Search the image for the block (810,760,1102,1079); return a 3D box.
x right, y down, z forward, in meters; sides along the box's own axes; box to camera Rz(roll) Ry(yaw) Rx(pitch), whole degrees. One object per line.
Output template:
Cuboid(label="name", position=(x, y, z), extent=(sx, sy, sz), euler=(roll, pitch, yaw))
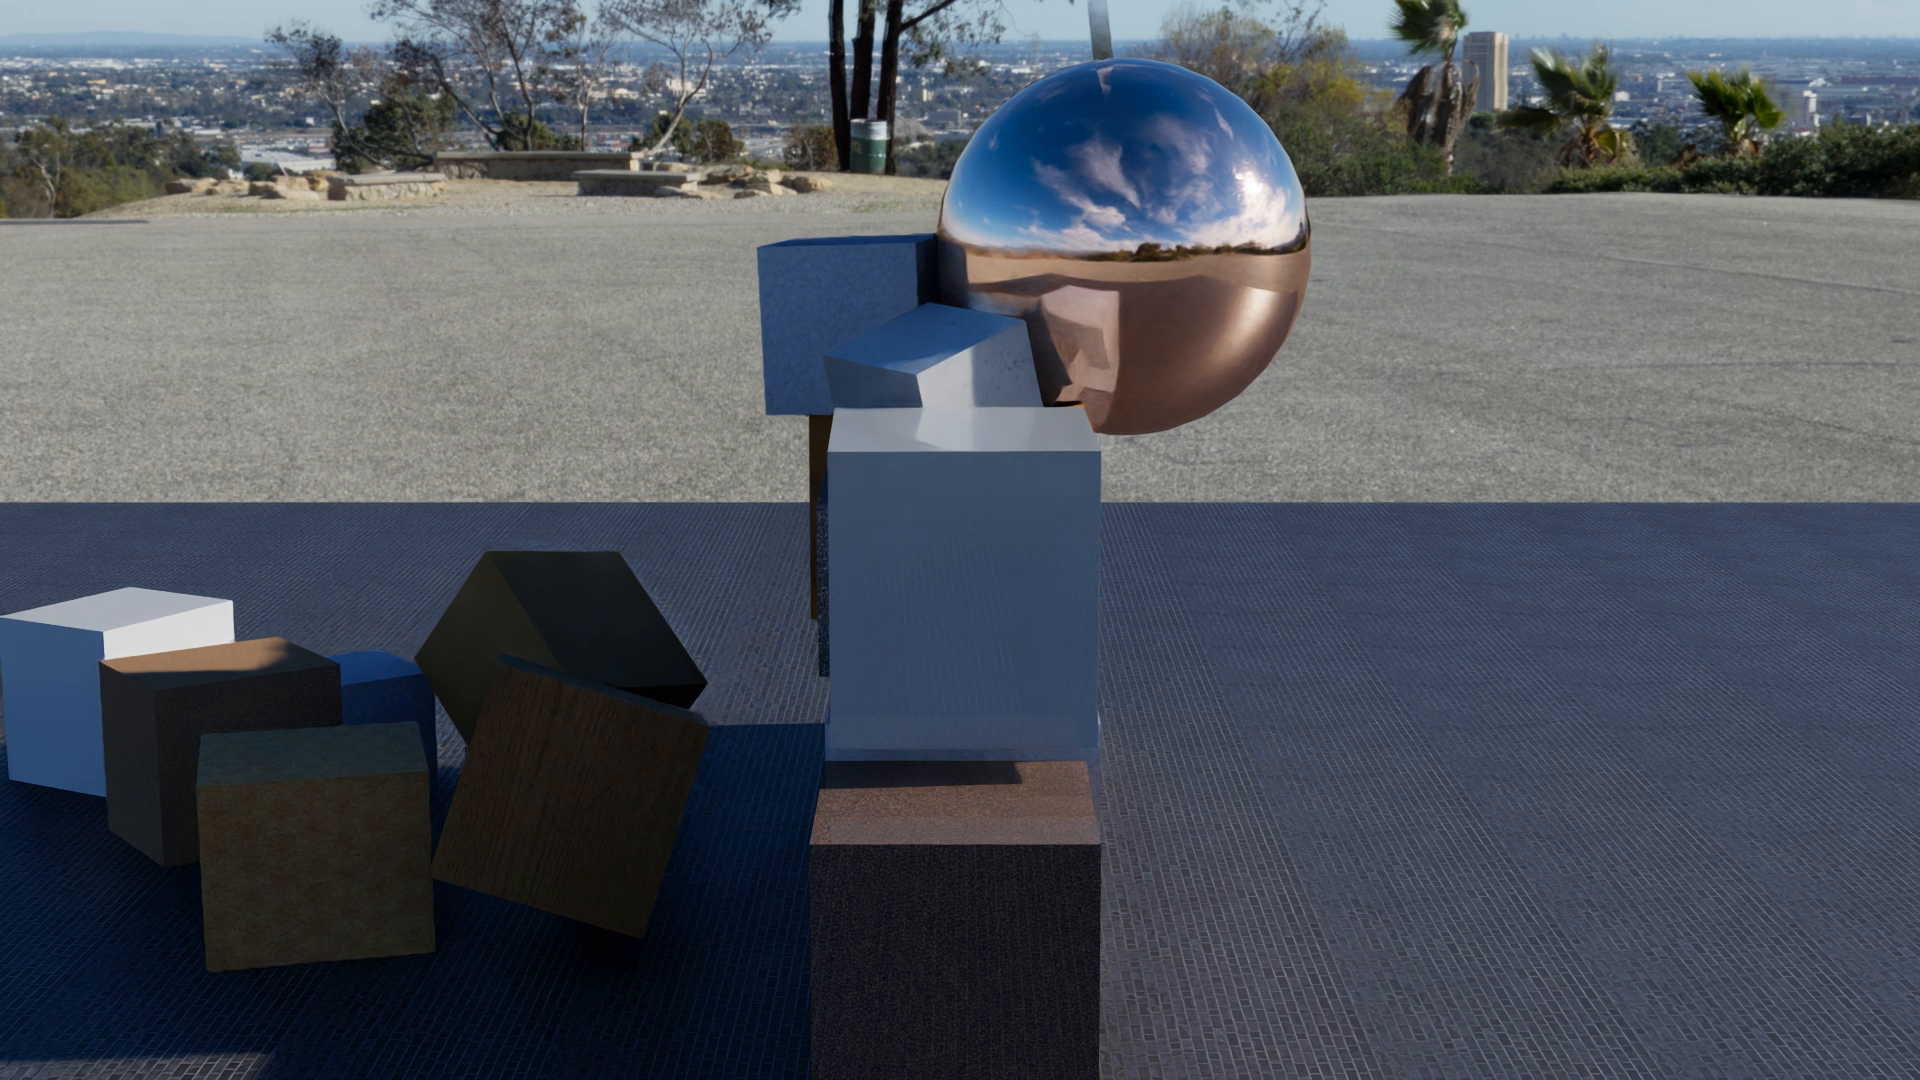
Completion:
Cuboid(label="block", position=(-0.016, 1.394, 9.263), extent=(0.985, 0.942, 1.070), euler=(0, 10, 0))

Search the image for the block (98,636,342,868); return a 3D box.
Cuboid(label="block", position=(-3.433, 0.969, 11.957), extent=(0.872, 0.816, 0.736), euler=(-8, 13, -36))

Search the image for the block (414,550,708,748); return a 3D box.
Cuboid(label="block", position=(-1.950, 0.638, 12.529), extent=(0.859, 0.751, 0.903), euler=(0, 45, -51))

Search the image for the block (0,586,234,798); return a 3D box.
Cuboid(label="block", position=(-4.266, 0.758, 13.057), extent=(0.730, 0.837, 0.863), euler=(6, 12, 28))

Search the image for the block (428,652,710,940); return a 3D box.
Cuboid(label="block", position=(-1.588, 1.024, 10.464), extent=(0.873, 0.871, 0.847), euler=(18, -3, -8))

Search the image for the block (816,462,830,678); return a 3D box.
Cuboid(label="block", position=(-0.178, 0.108, 10.648), extent=(0.784, 0.698, 0.852), euler=(0, 14, 0))

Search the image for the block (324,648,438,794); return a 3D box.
Cuboid(label="block", position=(-3.030, 0.937, 12.692), extent=(0.645, 0.615, 0.638), euler=(-8, 13, -37))

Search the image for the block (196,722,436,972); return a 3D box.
Cuboid(label="block", position=(-2.660, 1.245, 10.599), extent=(0.892, 0.758, 0.827), euler=(-3, 11, -15))

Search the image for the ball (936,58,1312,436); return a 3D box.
Cuboid(label="ball", position=(0.696, -1.246, 10.954), extent=(1.600, 1.600, 1.600), euler=(0, 10, 0))

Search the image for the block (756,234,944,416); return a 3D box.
Cuboid(label="block", position=(-0.442, -0.948, 11.205), extent=(0.696, 0.721, 0.618), euler=(0, 10, 13))

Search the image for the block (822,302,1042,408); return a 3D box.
Cuboid(label="block", position=(-0.097, -0.574, 10.510), extent=(0.593, 0.555, 0.607), euler=(-29, 29, -33))

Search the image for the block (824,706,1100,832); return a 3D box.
Cuboid(label="block", position=(0.012, 1.128, 10.338), extent=(1.042, 1.082, 1.122), euler=(0, 10, 0))

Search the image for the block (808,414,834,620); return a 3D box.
Cuboid(label="block", position=(-0.115, -0.185, 11.625), extent=(0.964, 0.915, 1.045), euler=(1, 10, 7))

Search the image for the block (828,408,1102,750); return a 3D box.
Cuboid(label="block", position=(0.006, 0.122, 9.719), extent=(0.976, 1.106, 0.940), euler=(0, 13, -1))

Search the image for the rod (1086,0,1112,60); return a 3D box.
Cuboid(label="rod", position=(0.301, -4.569, 10.350), extent=(0.080, 5.200, 0.080), euler=(-7, 10, 1))
